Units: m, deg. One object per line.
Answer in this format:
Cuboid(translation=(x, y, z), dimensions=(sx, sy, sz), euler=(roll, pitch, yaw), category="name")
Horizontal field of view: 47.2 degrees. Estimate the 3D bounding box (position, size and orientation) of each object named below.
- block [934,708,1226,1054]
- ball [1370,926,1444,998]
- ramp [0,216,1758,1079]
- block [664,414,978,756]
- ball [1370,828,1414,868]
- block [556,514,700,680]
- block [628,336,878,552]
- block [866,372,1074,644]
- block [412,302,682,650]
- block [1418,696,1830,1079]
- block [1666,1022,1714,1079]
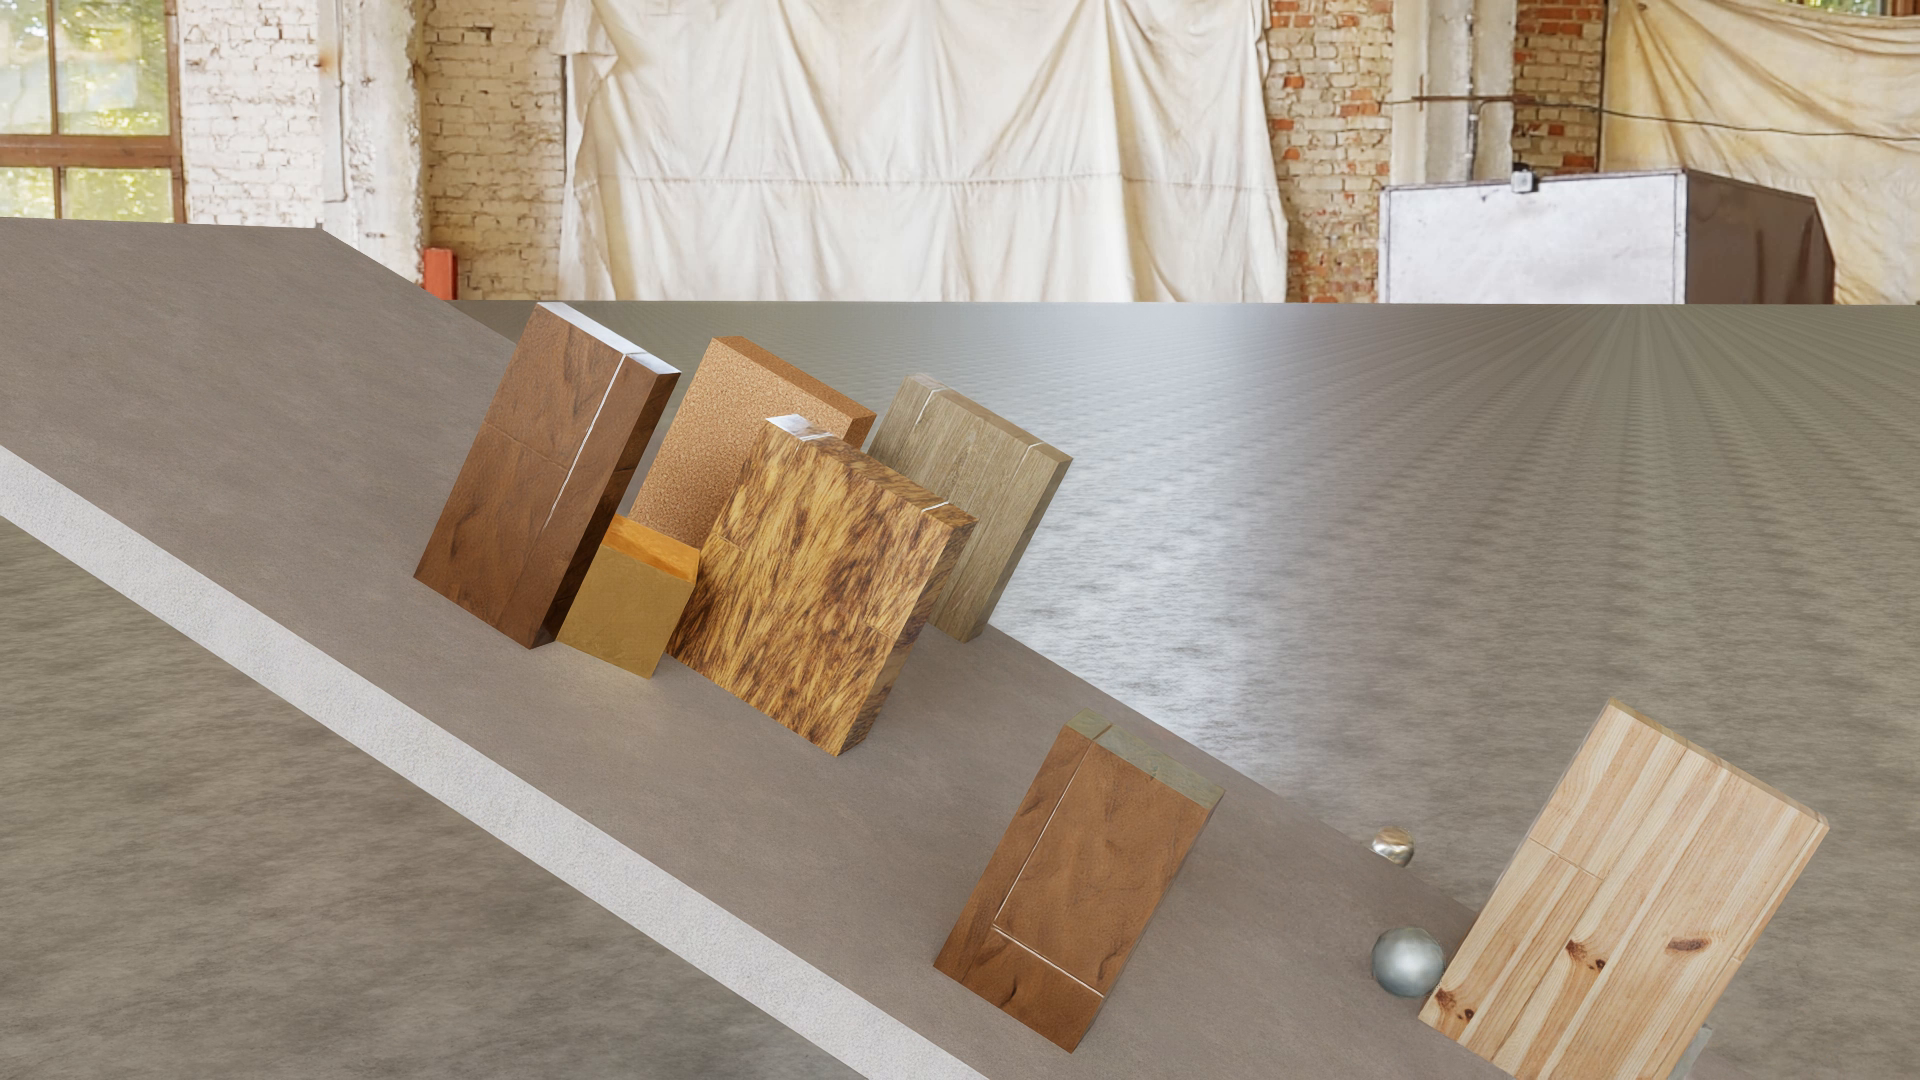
Cuboid(translation=(0.178, 0.506, 3.286), dimensions=(0.244, 0.432, 0.133), euler=(30, 14, 12), category="block")
Cuboid(translation=(0.829, 0.783, 4.079), dimensions=(0.133, 0.133, 0.133), euler=(0, 7, 0), category="ball")
Cuboid(translation=(-0.221, 0.367, 4.147), dimensions=(4.000, 0.100, 2.000), euler=(30, 14, 12), category="ramp")
Cuboid(translation=(-0.258, 0.078, 3.937), dimensions=(0.390, 0.468, 0.150), euler=(30, 14, 12), category="block")
Cuboid(translation=(1.345, 0.961, 6.841), dimensions=(0.135, 0.135, 0.135), euler=(0, 7, 0), category="ball")
Cuboid(translation=(-0.587, 0.092, 3.850), dimensions=(0.192, 0.192, 0.192), euler=(24, 14, -11), category="block")
Cuboid(translation=(-0.429, -0.152, 4.536), dimensions=(0.340, 0.422, 0.149), euler=(30, 14, 12), category="block")
Cuboid(translation=(-0.036, -0.073, 4.901), dimensions=(0.394, 0.460, 0.129), euler=(30, 14, 12), category="block")
Cuboid(translation=(-0.693, -0.107, 3.679), dimensions=(0.245, 0.523, 0.090), euler=(30, 14, 12), category="block")
Cuboid(translation=(1.189, 0.687, 3.979), dimensions=(0.422, 0.688, 0.081), euler=(30, 14, 12), category="block")
Cuboid(translation=(1.273, 0.943, 4.234), dimensions=(0.199, 0.199, 0.199), euler=(22, 15, -22), category="block")
